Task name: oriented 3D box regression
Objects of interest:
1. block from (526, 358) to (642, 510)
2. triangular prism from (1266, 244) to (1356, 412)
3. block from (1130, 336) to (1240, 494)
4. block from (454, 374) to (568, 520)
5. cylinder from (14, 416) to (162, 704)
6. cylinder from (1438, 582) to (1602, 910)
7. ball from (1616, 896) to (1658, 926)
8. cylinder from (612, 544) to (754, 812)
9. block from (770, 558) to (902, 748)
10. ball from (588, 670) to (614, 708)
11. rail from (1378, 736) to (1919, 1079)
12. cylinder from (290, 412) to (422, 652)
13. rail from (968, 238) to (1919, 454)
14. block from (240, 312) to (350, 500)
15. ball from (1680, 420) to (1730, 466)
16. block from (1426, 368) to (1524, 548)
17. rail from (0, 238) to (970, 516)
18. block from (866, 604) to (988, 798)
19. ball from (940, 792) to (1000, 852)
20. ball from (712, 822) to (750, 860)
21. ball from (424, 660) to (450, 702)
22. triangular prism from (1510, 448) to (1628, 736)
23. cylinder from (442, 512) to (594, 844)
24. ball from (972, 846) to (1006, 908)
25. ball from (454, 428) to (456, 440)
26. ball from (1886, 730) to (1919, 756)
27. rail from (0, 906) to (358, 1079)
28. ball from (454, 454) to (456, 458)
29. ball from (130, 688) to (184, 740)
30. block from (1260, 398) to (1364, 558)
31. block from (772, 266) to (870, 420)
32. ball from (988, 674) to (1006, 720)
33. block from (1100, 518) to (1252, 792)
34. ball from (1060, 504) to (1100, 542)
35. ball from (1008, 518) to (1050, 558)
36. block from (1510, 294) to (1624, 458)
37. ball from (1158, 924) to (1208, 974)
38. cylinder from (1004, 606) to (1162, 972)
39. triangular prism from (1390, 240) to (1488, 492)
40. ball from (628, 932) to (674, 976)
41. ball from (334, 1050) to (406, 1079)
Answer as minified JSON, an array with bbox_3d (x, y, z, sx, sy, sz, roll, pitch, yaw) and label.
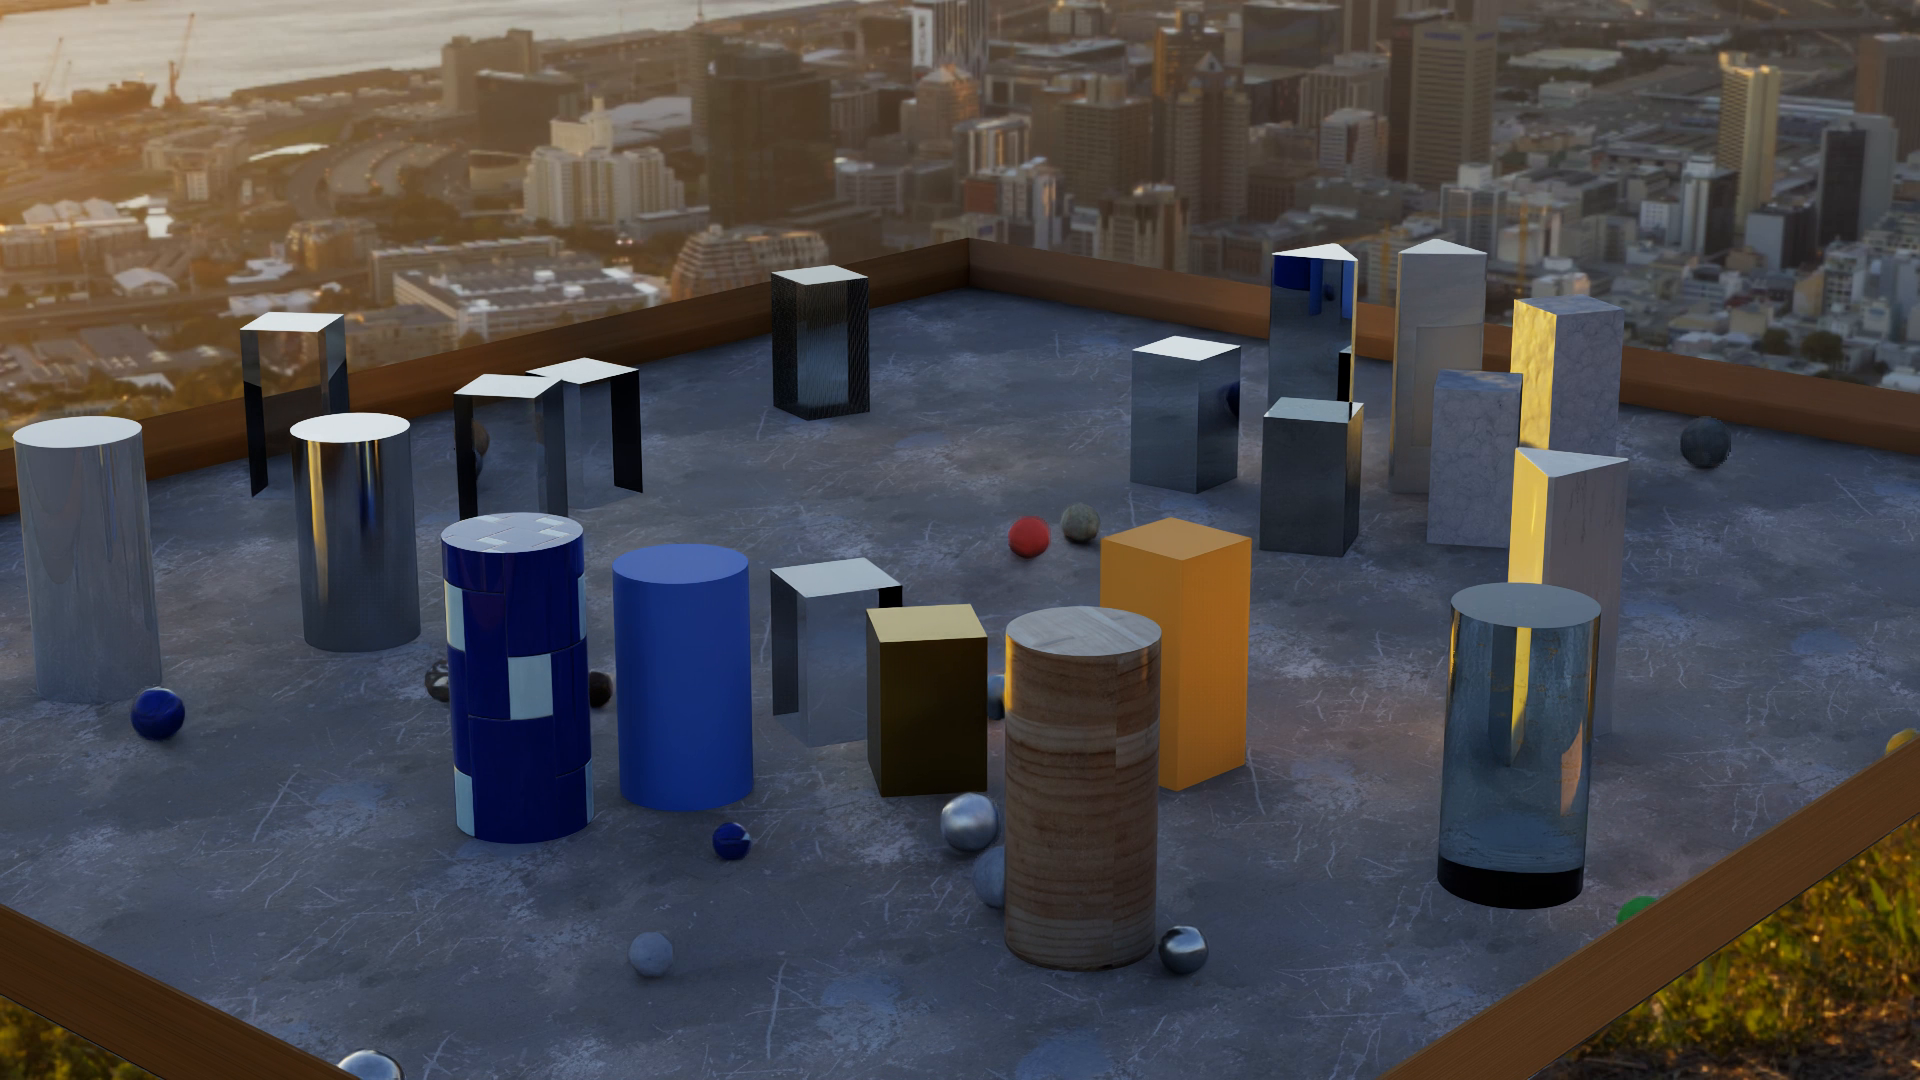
[{"bbox_3d":[-0.731,-0.208,5.705,0.154,0.249,0.154,14,22,38],"label":"block"},{"bbox_3d":[0.700,-0.327,5.699,0.167,0.479,0.145,7,18,22],"label":"triangular prism"},{"bbox_3d":[0.446,-0.249,5.805,0.154,0.269,0.154,12,21,35],"label":"block"},{"bbox_3d":[-0.828,-0.143,5.416,0.154,0.291,0.154,3,17,11],"label":"block"},{"bbox_3d":[-1.374,0.030,4.627,0.193,0.415,0.193,0,17,0],"label":"cylinder"},{"bbox_3d":[0.738,0.270,3.877,0.193,0.389,0.193,0,17,0],"label":"cylinder"},{"bbox_3d":[0.867,0.487,3.709,0.071,0.071,0.071,0,17,0],"label":"ball"},{"bbox_3d":[-0.397,0.195,4.210,0.193,0.339,0.193,0,17,0],"label":"cylinder"},{"bbox_3d":[-0.188,0.170,4.470,0.154,0.238,0.154,-7,18,-22],"label":"block"},{"bbox_3d":[-0.570,0.232,4.577,0.058,0.058,0.058,0,17,0],"label":"ball"},{"bbox_3d":[1.265,0.349,4.069,0.045,0.125,3.979,14,22,39],"label":"rail"},{"bbox_3d":[-1.002,-0.014,4.870,0.193,0.358,0.193,0,17,0],"label":"cylinder"},{"bbox_3d":[1.289,-0.398,6.542,3.398,0.125,0.045,14,22,39],"label":"rail"},{"bbox_3d":[-1.294,-0.262,5.732,0.154,0.336,0.154,2,17,7],"label":"block"},{"bbox_3d":[1.505,-0.196,5.928,0.097,0.097,0.097,0,17,0],"label":"ball"},{"bbox_3d":[0.956,-0.153,5.441,0.154,0.295,0.154,4,17,12],"label":"block"},{"bbox_3d":[-1.265,-0.286,6.172,0.045,0.125,3.979,14,22,39],"label":"rail"},{"bbox_3d":[-0.049,0.232,4.268,0.154,0.235,0.154,-3,17,-9],"label":"block"},{"bbox_3d":[0.014,0.388,4.020,0.082,0.082,0.082,0,17,0],"label":"ball"},{"bbox_3d":[-0.312,0.410,3.997,0.051,0.051,0.051,0,17,0],"label":"ball"},{"bbox_3d":[-0.807,0.221,4.599,0.065,0.065,0.065,0,17,0],"label":"ball"},{"bbox_3d":[0.883,0.083,4.425,0.167,0.430,0.145,-12,21,-35],"label":"triangular prism"},{"bbox_3d":[-0.614,0.191,4.085,0.193,0.421,0.193,0,17,0],"label":"cylinder"},{"bbox_3d":[0.057,0.441,3.842,0.081,0.081,0.081,0,17,0],"label":"ball"},{"bbox_3d":[-0.990,-0.222,6.015,0.096,0.096,0.096,0,17,0],"label":"ball"},{"bbox_3d":[1.393,0.310,4.310,0.061,0.061,0.061,0,17,0],"label":"ball"},{"bbox_3d":[-1.289,0.460,3.699,3.398,0.125,0.045,14,22,39],"label":"rail"},{"bbox_3d":[-0.972,-0.168,5.868,0.077,0.077,0.077,0,17,0],"label":"ball"},{"bbox_3d":[-1.214,0.263,4.436,0.080,0.080,0.080,0,17,0],"label":"ball"},{"bbox_3d":[0.647,-0.117,5.395,0.154,0.253,0.154,5,18,17],"label":"block"},{"bbox_3d":[-0.302,-0.428,6.349,0.154,0.297,0.154,-10,19,-30],"label":"block"},{"bbox_3d":[0.058,0.242,4.522,0.070,0.070,0.070,0,17,0],"label":"ball"},{"bbox_3d":[0.313,0.165,4.293,0.154,0.350,0.154,16,23,42],"label":"block"},{"bbox_3d":[0.223,-0.032,5.424,0.073,0.073,0.073,0,17,0],"label":"ball"},{"bbox_3d":[0.125,-0.004,5.327,0.075,0.075,0.075,0,17,0],"label":"ball"},{"bbox_3d":[1.199,-0.296,5.817,0.154,0.351,0.154,-6,18,-20],"label":"block"},{"bbox_3d":[0.278,0.510,3.650,0.061,0.061,0.061,0,17,0],"label":"ball"},{"bbox_3d":[0.153,0.312,3.690,0.193,0.417,0.193,0,17,0],"label":"cylinder"},{"bbox_3d":[0.930,-0.342,5.755,0.167,0.476,0.145,1,17,3],"label":"triangular prism"},{"bbox_3d":[-0.384,0.515,3.644,0.055,0.055,0.055,0,17,0],"label":"ball"},{"bbox_3d":[-0.659,0.612,3.263,0.089,0.089,0.089,0,17,0],"label":"ball"}]
